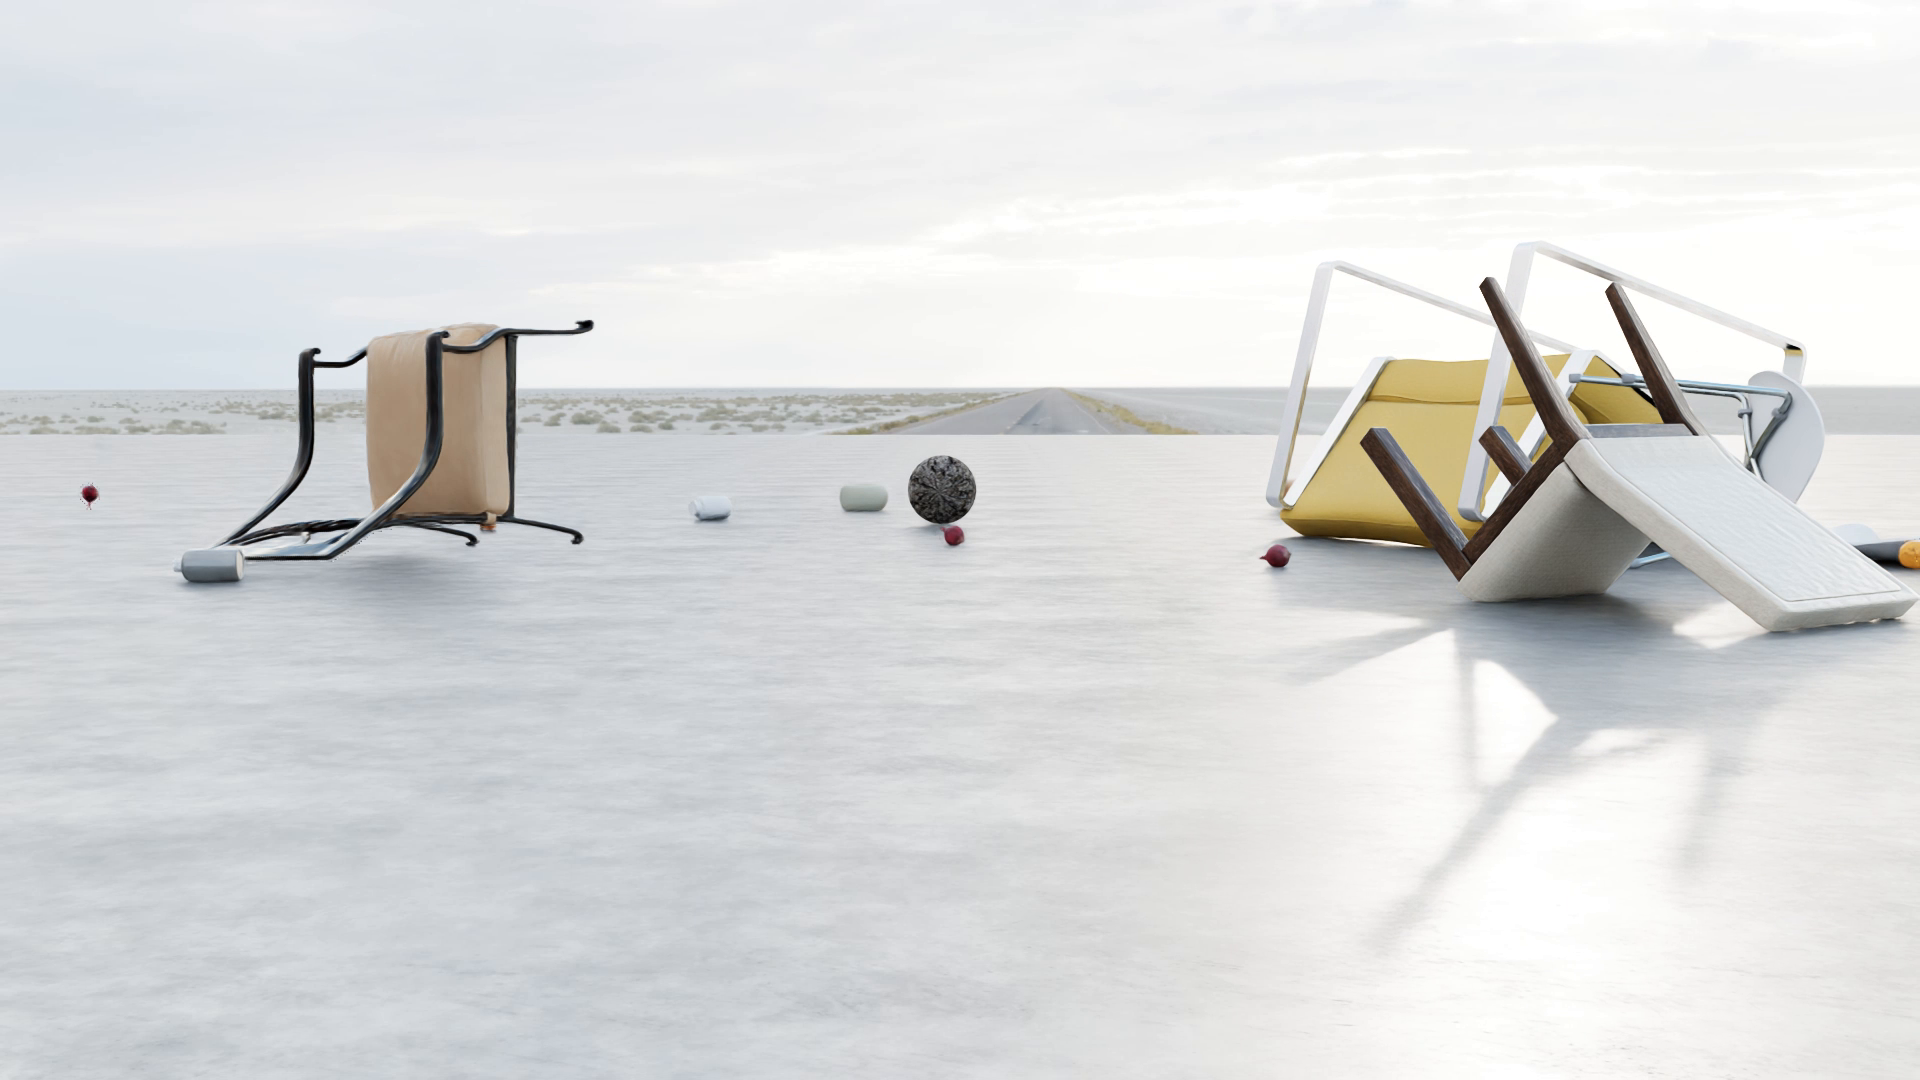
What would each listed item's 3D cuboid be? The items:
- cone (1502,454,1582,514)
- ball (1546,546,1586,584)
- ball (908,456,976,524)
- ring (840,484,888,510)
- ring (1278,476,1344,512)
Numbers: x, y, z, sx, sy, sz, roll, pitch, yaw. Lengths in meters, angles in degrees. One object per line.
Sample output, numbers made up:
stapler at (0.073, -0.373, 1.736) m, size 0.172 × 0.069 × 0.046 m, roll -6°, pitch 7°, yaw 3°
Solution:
cone at (2.113, -0.206, 7.983) m, size 0.319 × 0.213 × 0.268 m, roll -3°, pitch 5°, yaw -37°
ball at (1.391, 0.058, 5.045) m, size 0.089 × 0.089 × 0.089 m, roll 0°, pitch 4°, yaw 0°
ball at (-0.060, -0.167, 7.301) m, size 0.230 × 0.230 × 0.230 m, roll 0°, pitch 4°, yaw 0°
ring at (-0.359, -0.159, 8.186) m, size 0.180 × 0.096 × 0.191 m, roll -2°, pitch 6°, yaw -13°
ring at (1.304, -0.169, 8.158) m, size 0.242 × 0.118 × 0.231 m, roll 4°, pitch 7°, yaw 26°
